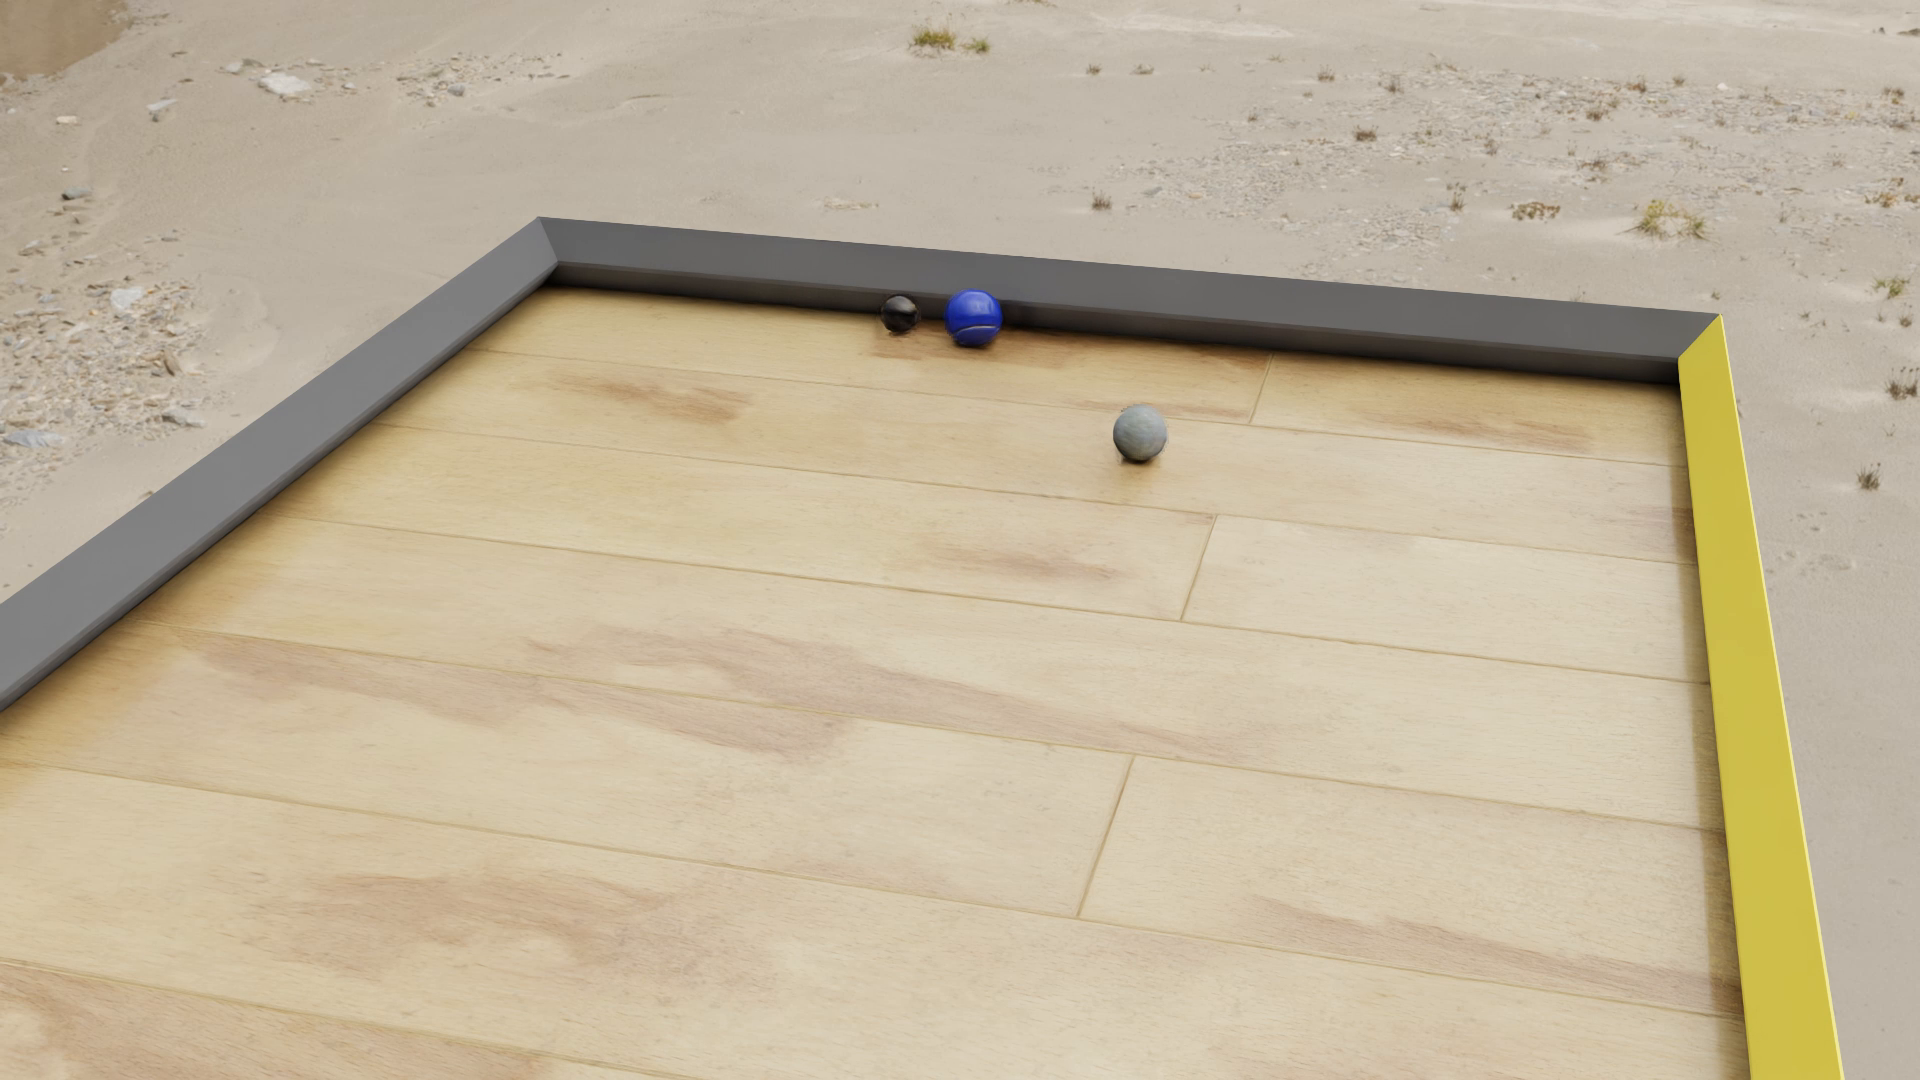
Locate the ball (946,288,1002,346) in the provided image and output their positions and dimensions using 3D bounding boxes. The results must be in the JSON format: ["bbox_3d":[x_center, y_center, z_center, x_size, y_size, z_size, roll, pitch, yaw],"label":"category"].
[{"bbox_3d":[0.018,-0.282,2.783,0.072,0.072,0.072,0,26,0],"label":"ball"}]

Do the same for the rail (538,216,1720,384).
[{"bbox_3d":[0.165,-0.301,2.798,1.529,0.094,0.045,6,27,13],"label":"rail"}]

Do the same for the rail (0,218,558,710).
[{"bbox_3d":[-0.888,0.195,1.785,0.045,0.094,2.754,6,27,13],"label":"rail"}]

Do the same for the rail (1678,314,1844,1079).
[{"bbox_3d":[0.547,0.356,1.456,0.045,0.094,2.754,6,27,13],"label":"rail"}]

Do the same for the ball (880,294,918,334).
[{"bbox_3d":[-0.078,-0.291,2.829,0.050,0.050,0.050,0,26,0],"label":"ball"}]

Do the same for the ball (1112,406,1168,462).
[{"bbox_3d":[0.202,-0.119,2.464,0.061,0.061,0.061,0,26,0],"label":"ball"}]
